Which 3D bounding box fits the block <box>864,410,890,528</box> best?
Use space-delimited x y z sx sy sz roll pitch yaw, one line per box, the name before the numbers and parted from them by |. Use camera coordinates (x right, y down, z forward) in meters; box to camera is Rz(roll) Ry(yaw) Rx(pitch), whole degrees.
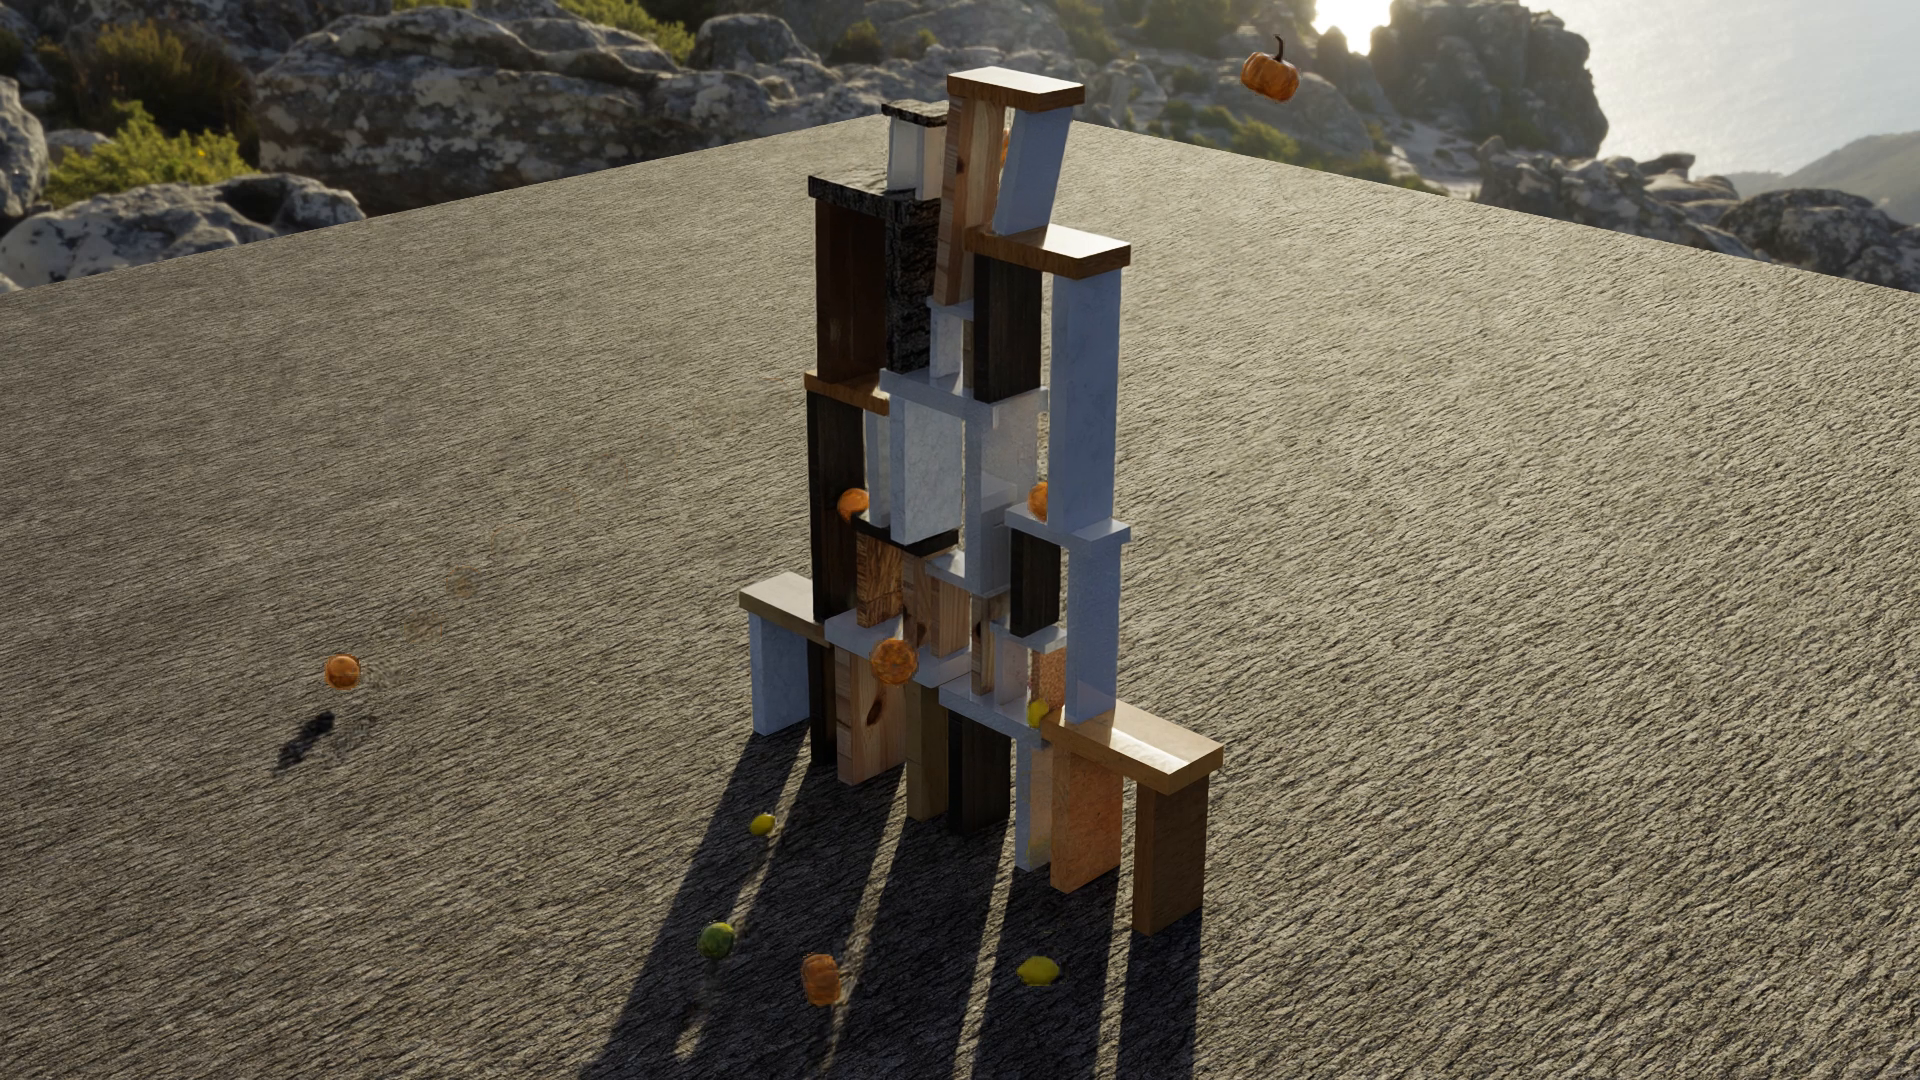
block | -0.126 -0.152 4.306 0.117 0.235 0.033 -20 28 -40

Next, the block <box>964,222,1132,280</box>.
block | 0.151 -0.513 3.844 0.136 0.039 0.272 -21 31 -41

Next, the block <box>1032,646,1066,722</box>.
block | 0.168 0.264 4.150 0.021 0.146 0.073 21 31 41

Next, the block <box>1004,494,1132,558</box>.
block | 0.195 -0.027 4.008 0.107 0.030 0.214 -21 31 -41

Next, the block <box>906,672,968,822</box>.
block | -0.037 0.397 4.426 0.156 0.311 0.044 -21 31 -41

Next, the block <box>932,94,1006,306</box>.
block | 0.017 -0.617 3.956 0.113 0.387 0.032 -20 37 -40

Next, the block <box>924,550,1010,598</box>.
block | 0.021 0.065 4.231 0.085 0.024 0.170 -21 31 -40

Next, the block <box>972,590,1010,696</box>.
block | 0.061 0.190 4.239 0.085 0.212 0.024 -21 31 -40

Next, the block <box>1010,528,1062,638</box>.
block | 0.141 0.065 4.103 0.030 0.214 0.107 20 30 39

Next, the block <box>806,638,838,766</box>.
block | -0.252 0.321 4.641 0.142 0.284 0.040 -21 31 -41

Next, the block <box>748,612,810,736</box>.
block | -0.386 0.268 4.764 0.040 0.284 0.142 21 31 41

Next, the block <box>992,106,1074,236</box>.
block | 0.126 -0.647 3.822 0.113 0.226 0.032 -21 44 -41

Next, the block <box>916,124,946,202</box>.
block | -0.047 -0.689 3.987 0.069 0.138 0.020 -20 33 -39

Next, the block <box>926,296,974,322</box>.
block | 0.006 -0.430 4.036 0.065 0.018 0.131 -20 30 -40

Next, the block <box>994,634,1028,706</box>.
block | 0.099 0.237 4.213 0.021 0.146 0.073 20 30 39

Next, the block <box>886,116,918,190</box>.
block | -0.095 -0.713 4.041 0.069 0.138 0.020 -8 34 -18

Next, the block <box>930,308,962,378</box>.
block | -0.026 -0.373 4.093 0.065 0.131 0.018 -21 31 -41

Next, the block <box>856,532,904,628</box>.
block | -0.161 0.067 4.430 0.029 0.204 0.102 23 32 40

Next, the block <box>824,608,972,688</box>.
block | -0.111 0.205 4.424 0.156 0.044 0.311 -21 31 -41

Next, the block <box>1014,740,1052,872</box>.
block | 0.169 0.491 4.251 0.039 0.274 0.137 21 31 41

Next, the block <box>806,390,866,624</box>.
block | -0.249 -0.077 4.470 0.117 0.499 0.033 -19 29 -39

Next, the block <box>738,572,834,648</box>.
block | -0.320 0.145 4.640 0.284 0.040 0.142 21 31 41

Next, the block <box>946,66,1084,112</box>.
block | 0.095 -0.780 3.804 0.113 0.032 0.226 -20 30 -40

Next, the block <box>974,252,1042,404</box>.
block | 0.086 -0.394 3.963 0.136 0.272 0.039 -21 30 -40

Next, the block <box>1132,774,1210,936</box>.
block | 0.388 0.560 4.046 0.044 0.308 0.154 21 31 41

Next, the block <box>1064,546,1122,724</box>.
block | 0.244 0.164 4.034 0.107 0.343 0.030 -20 30 -39

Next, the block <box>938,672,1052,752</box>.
block | 0.104 0.322 4.249 0.274 0.039 0.137 21 31 41

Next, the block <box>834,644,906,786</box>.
block | -0.184 0.340 4.561 0.044 0.311 0.156 21 31 40

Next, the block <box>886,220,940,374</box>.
block | -0.072 -0.467 4.114 0.144 0.288 0.041 -21 31 -40

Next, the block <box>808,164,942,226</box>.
block | -0.137 -0.648 4.117 0.144 0.041 0.288 -20 30 -39

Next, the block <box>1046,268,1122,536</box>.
block | 0.219 -0.251 3.886 0.136 0.476 0.039 -21 31 -41

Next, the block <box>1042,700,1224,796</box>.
block | 0.315 0.370 4.044 0.308 0.044 0.154 21 31 41

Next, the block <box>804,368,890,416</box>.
block | -0.184 -0.300 4.311 0.117 0.033 0.235 -20 30 -40

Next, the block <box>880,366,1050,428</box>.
block | 0.007 -0.281 4.098 0.149 0.042 0.298 -21 31 -40

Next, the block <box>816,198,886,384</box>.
block | -0.210 -0.492 4.261 0.144 0.360 0.041 -20 31 -40

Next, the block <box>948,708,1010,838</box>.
block | 0.040 0.441 4.370 0.039 0.274 0.137 21 31 41

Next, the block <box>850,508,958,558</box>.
block | -0.111 -0.022 4.340 0.102 0.029 0.204 -21 31 -40

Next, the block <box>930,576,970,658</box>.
block | -0.019 0.139 4.305 0.085 0.170 0.024 -21 31 -41

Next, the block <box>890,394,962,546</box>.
block | -0.064 -0.152 4.229 0.149 0.298 0.042 -20 30 -39

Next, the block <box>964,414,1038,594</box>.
block | 0.077 -0.078 4.106 0.149 0.337 0.042 -21 31 -40

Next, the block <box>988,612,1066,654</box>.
block | 0.132 0.174 4.149 0.146 0.021 0.073 21 31 41

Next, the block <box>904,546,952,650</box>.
block | -0.065 0.105 4.342 0.102 0.204 0.029 -21 32 -40

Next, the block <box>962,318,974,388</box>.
block | 0.035 -0.348 4.035 0.065 0.130 0.018 -20 32 -40

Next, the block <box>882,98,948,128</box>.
block | -0.072 -0.773 3.982 0.069 0.020 0.138 -18 30 -37

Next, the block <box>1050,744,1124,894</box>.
block | 0.243 0.504 4.179 0.044 0.308 0.154 21 31 41
